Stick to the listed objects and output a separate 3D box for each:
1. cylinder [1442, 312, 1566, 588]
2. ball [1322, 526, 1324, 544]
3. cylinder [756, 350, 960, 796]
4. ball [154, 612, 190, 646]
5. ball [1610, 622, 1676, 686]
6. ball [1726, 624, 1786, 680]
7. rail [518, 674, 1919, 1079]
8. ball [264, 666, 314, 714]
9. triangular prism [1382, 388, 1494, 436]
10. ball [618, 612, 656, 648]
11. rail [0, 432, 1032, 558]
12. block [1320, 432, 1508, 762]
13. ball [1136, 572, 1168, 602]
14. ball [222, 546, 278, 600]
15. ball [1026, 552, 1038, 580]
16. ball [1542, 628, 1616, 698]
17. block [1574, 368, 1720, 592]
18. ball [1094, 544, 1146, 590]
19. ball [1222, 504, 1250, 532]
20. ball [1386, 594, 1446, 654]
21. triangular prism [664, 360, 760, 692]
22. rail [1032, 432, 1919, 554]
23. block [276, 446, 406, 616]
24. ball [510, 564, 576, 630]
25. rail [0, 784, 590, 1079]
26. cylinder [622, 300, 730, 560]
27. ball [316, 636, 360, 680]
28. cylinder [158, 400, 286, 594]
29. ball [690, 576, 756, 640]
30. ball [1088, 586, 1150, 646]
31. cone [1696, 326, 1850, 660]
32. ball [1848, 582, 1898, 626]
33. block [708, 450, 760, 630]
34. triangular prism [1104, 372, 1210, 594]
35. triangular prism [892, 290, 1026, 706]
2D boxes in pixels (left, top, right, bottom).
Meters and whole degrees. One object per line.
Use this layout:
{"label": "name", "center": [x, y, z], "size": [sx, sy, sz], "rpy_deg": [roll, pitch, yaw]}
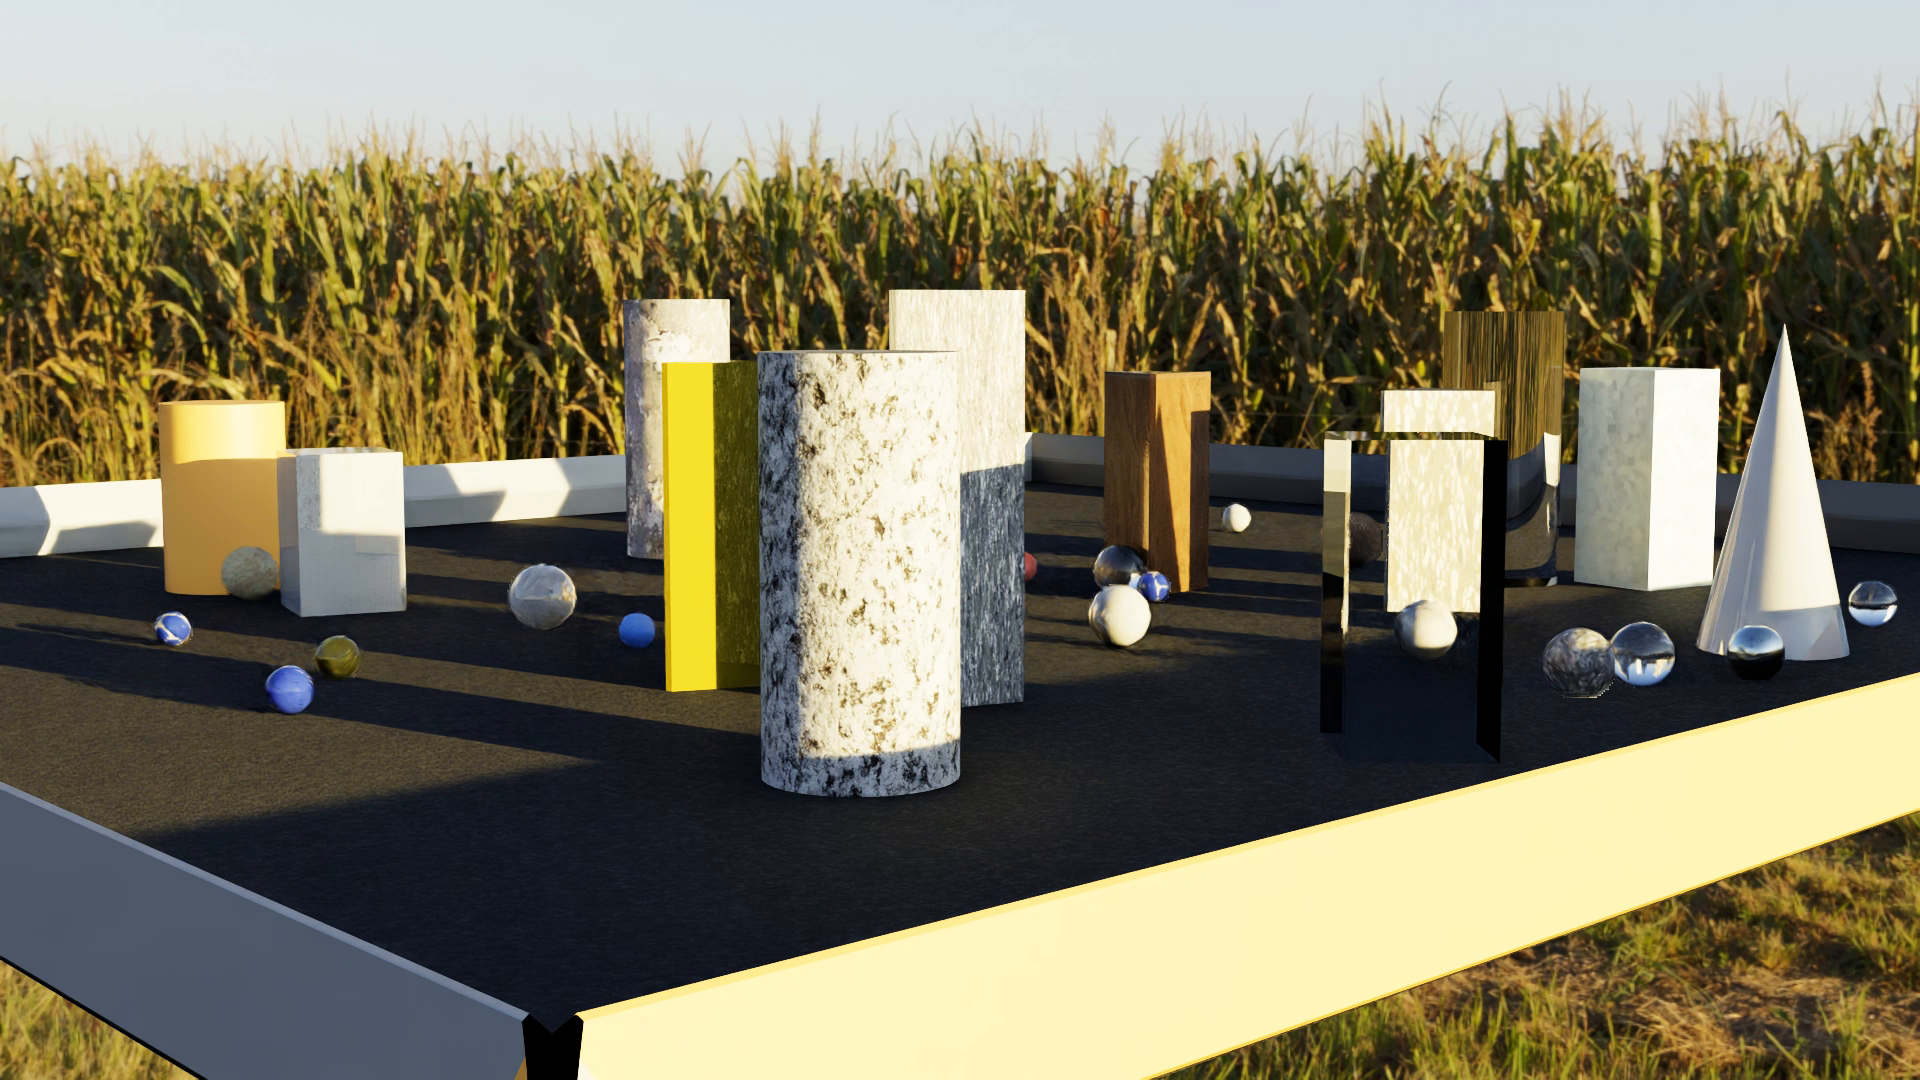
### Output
{"label": "cylinder", "center": [0.881, -0.152, 3.581], "size": [0.190, 0.439, 0.190], "rpy_deg": [0, 6, 0]}
{"label": "ball", "center": [0.683, -0.009, 3.862], "size": [0.095, 0.095, 0.095], "rpy_deg": [0, 6, 0]}
{"label": "cylinder", "center": [-0.095, 0.024, 2.082], "size": [0.190, 0.404, 0.190], "rpy_deg": [0, 6, 0]}
{"label": "ball", "center": [-1.041, 0.117, 2.906], "size": [0.046, 0.046, 0.046], "rpy_deg": [0, 6, 0]}
{"label": "ball", "center": [0.803, 0.135, 2.592], "size": [0.076, 0.076, 0.076], "rpy_deg": [0, 6, 0]}
{"label": "ball", "center": [0.955, 0.135, 2.638], "size": [0.067, 0.067, 0.067], "rpy_deg": [0, 6, 0]}
{"label": "rail", "center": [1.071, 0.154, 2.178], "size": [3.465, 0.123, 0.045], "rpy_deg": [-6, 8, -42]}
{"label": "ball", "center": [-0.737, 0.165, 2.418], "size": [0.053, 0.053, 0.053], "rpy_deg": [0, 6, 0]}
{"label": "triangular prism", "center": [0.711, -0.068, 3.346], "size": [0.164, 0.322, 0.142], "rpy_deg": [0, 6, 2]}
{"label": "ball", "center": [-0.423, 0.119, 2.880], "size": [0.048, 0.048, 0.048], "rpy_deg": [0, 6, 0]}
{"label": "rail", "center": [-1.071, -0.090, 4.486], "size": [3.465, 0.123, 0.045], "rpy_deg": [-6, 8, -42]}
{"label": "block", "center": [0.454, 0.053, 2.220], "size": [0.152, 0.317, 0.152], "rpy_deg": [0, 6, 0]}
{"label": "ball", "center": [0.292, 0.071, 3.333], "size": [0.048, 0.048, 0.048], "rpy_deg": [0, 6, 0]}
{"label": "ball", "center": [-1.083, 0.051, 3.357], "size": [0.082, 0.082, 0.082], "rpy_deg": [0, 6, 0]}
{"label": "ball", "center": [0.102, 0.043, 3.592], "size": [0.049, 0.049, 0.049], "rpy_deg": [0, 6, 0]}
{"label": "ball", "center": [0.709, 0.141, 2.519], "size": [0.080, 0.080, 0.080], "rpy_deg": [0, 6, 0]}
{"label": "block", "center": [1.108, -0.103, 3.552], "size": [0.152, 0.347, 0.152], "rpy_deg": [-4, 7, -32]}
{"label": "ball", "center": [0.247, 0.048, 3.396], "size": [0.081, 0.081, 0.081], "rpy_deg": [0, 6, 0]}
{"label": "ball", "center": [0.549, -0.043, 4.376], "size": [0.056, 0.056, 0.056], "rpy_deg": [0, 6, 0]}
{"label": "ball", "center": [0.588, 0.109, 2.834], "size": [0.077, 0.077, 0.077], "rpy_deg": [0, 6, 0]}
{"label": "triangular prism", "center": [-0.289, -0.024, 2.639], "size": [0.164, 0.382, 0.142], "rpy_deg": [-2, 6, -21]}
{"label": "rail", "center": [1.256, -0.090, 4.485], "size": [0.045, 0.123, 3.206], "rpy_deg": [-6, 8, -42]}
{"label": "block", "center": [-0.920, -0.016, 3.268], "size": [0.152, 0.234, 0.152], "rpy_deg": [-3, 7, -27]}
{"label": "ball", "center": [-0.579, 0.079, 3.050], "size": [0.091, 0.091, 0.091], "rpy_deg": [0, 6, 0]}
{"label": "rail", "center": [-1.256, 0.154, 2.180], "size": [0.045, 0.123, 3.206], "rpy_deg": [-6, 8, -42]}
{"label": "cylinder", "center": [-0.510, -0.204, 3.979], "size": [0.190, 0.459, 0.190], "rpy_deg": [0, 6, 0]}
{"label": "ball", "center": [-0.747, 0.141, 2.641], "size": [0.053, 0.053, 0.053], "rpy_deg": [0, 6, 0]}
{"label": "cylinder", "center": [-1.170, -0.071, 3.501], "size": [0.190, 0.295, 0.190], "rpy_deg": [0, 6, 0]}
{"label": "ball", "center": [-0.317, 0.091, 2.955], "size": [0.088, 0.088, 0.088], "rpy_deg": [0, 6, 0]}
{"label": "ball", "center": [0.211, 0.100, 2.901], "size": [0.081, 0.081, 0.081], "rpy_deg": [0, 6, 0]}
{"label": "cone", "center": [1.064, -0.068, 2.859], "size": [0.190, 0.424, 0.190], "rpy_deg": [0, 6, 0]}
{"label": "ball", "center": [1.278, 0.089, 3.081], "size": [0.064, 0.064, 0.064], "rpy_deg": [0, 6, 0]}
{"label": "block", "center": [-0.254, -0.002, 3.114], "size": [0.152, 0.238, 0.152], "rpy_deg": [2, 6, 20]}
{"label": "triangular prism", "center": [0.290, -0.094, 3.489], "size": [0.142, 0.344, 0.164], "rpy_deg": [5, 8, 38]}
{"label": "triangular prism", "center": [-0.032, -0.051, 2.504], "size": [0.164, 0.464, 0.142], "rpy_deg": [-3, 7, -27]}
